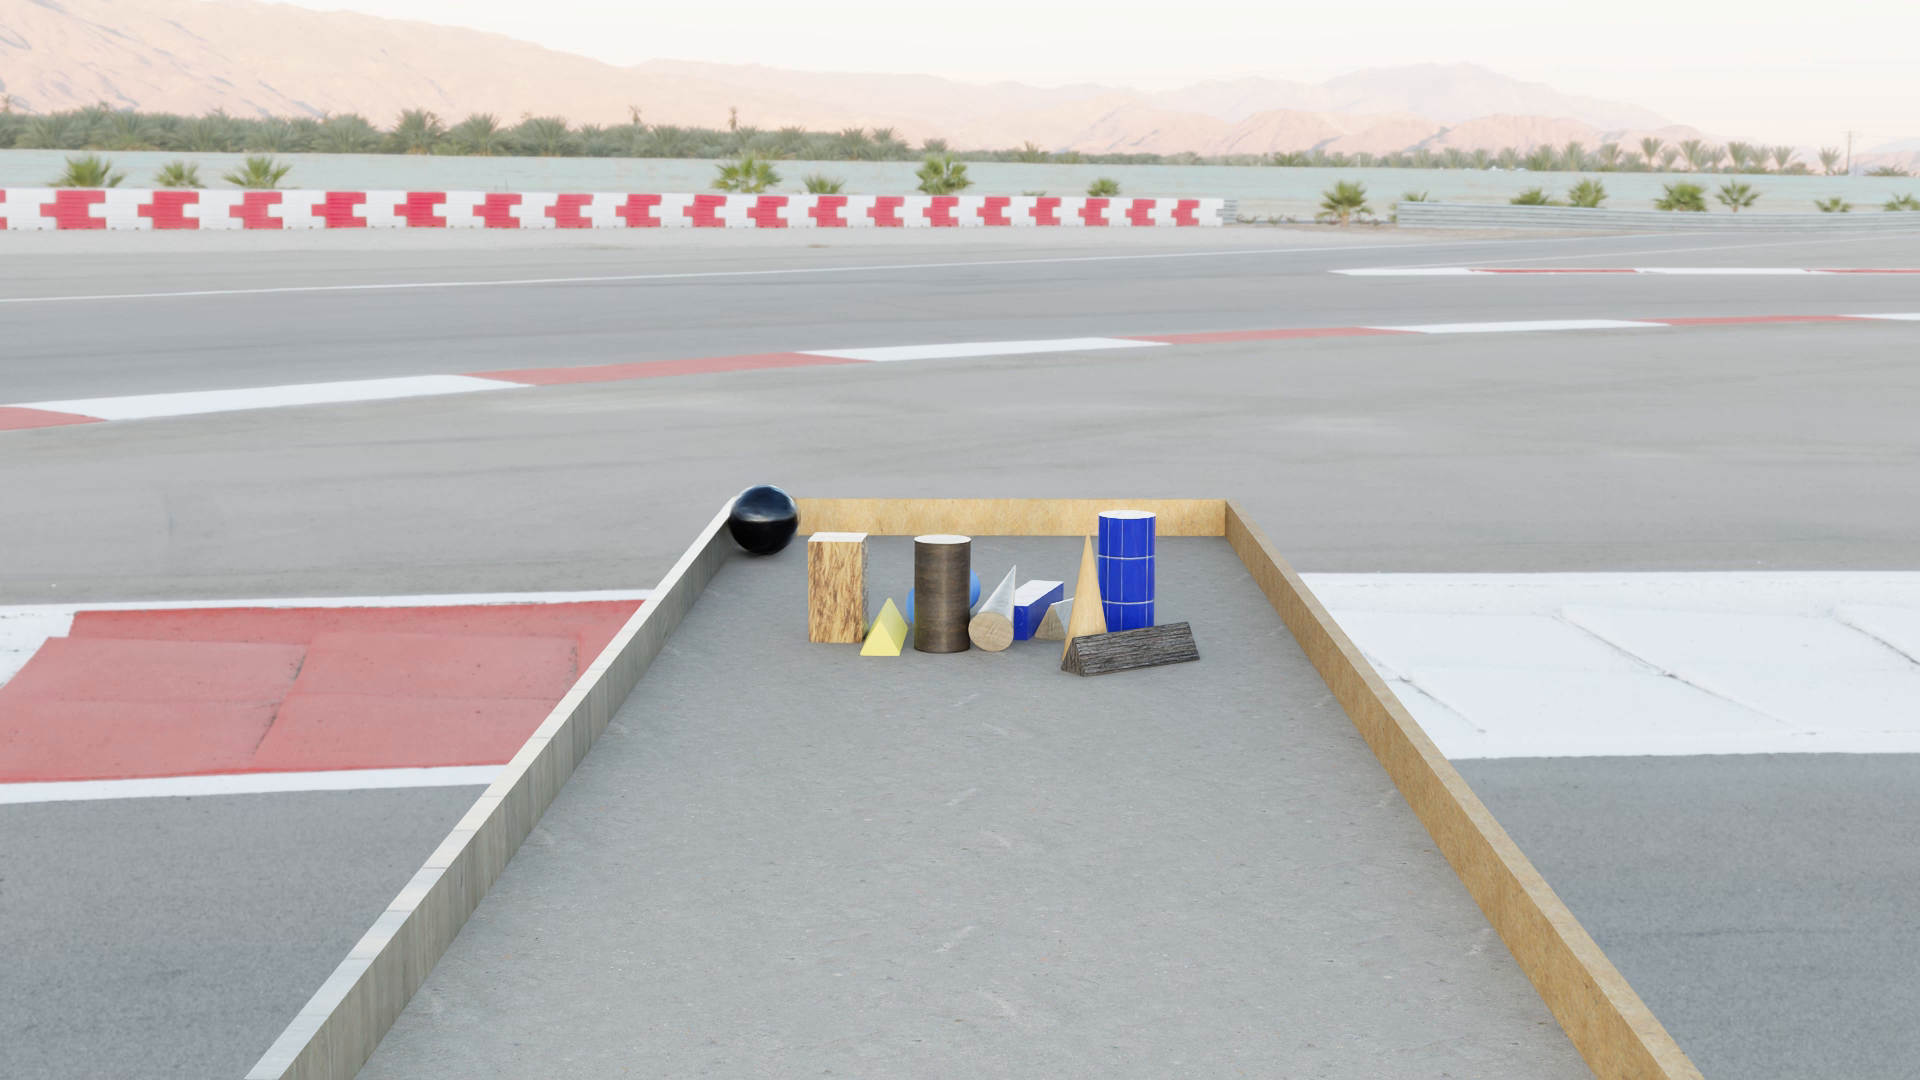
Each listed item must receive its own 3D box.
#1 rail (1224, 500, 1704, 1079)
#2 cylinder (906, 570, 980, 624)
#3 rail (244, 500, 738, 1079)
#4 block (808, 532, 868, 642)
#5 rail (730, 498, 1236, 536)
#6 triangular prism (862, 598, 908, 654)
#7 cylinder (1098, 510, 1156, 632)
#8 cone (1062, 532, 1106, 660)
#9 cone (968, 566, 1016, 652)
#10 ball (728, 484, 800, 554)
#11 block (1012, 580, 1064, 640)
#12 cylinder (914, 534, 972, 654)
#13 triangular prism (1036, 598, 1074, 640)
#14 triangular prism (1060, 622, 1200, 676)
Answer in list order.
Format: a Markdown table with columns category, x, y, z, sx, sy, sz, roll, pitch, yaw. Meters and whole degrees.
| category | x | y | z | sx | sy | sz | roll | pitch | yaw |
| --- | --- | --- | --- | --- | --- | --- | --- | --- | --- |
| rail | 1.046 | 0.843 | 3.208 | 0.050 | 0.150 | 12.000 | 0 | 9 | 1 |
| cylinder | -0.053 | 0.189 | 7.278 | 0.169 | 0.169 | 0.344 | 2 | 9 | 14 |
| rail | -1.004 | 0.839 | 3.234 | 0.050 | 0.150 | 12.000 | 0 | 9 | 1 |
| block | -0.387 | 0.151 | 7.018 | 0.169 | 0.325 | 0.169 | 1 | 9 | 5 |
| rail | 0.099 | -0.098 | 9.147 | 2.100 | 0.150 | 0.050 | 0 | 9 | 1 |
| triangular prism | -0.238 | 0.270 | 6.955 | 0.120 | 0.104 | 0.397 | 0 | 9 | 2 |
| cylinder | 0.524 | 0.122 | 6.932 | 0.180 | 0.410 | 0.180 | 0 | 9 | 0 |
| cone | 0.388 | 0.161 | 6.681 | 0.153 | 0.410 | 0.153 | 0 | 9 | 0 |
| cone | 0.139 | 0.181 | 6.970 | 0.142 | 0.142 | 0.420 | 2 | 30 | 12 |
| ball | -0.770 | -0.081 | 8.637 | 0.276 | 0.276 | 0.276 | 0 | 9 | 0 |
| block | 0.228 | 0.228 | 7.214 | 0.112 | 0.112 | 0.456 | 3 | 9 | 17 |
| cylinder | -0.055 | 0.167 | 6.852 | 0.176 | 0.345 | 0.176 | 0 | 9 | 0 |
| triangular prism | 0.420 | 0.232 | 7.170 | 0.129 | 0.112 | 0.432 | 7 | 11 | 36 |
| triangular prism | 0.516 | 0.322 | 6.621 | 0.436 | 0.107 | 0.123 | -6 | 11 | -34 |
